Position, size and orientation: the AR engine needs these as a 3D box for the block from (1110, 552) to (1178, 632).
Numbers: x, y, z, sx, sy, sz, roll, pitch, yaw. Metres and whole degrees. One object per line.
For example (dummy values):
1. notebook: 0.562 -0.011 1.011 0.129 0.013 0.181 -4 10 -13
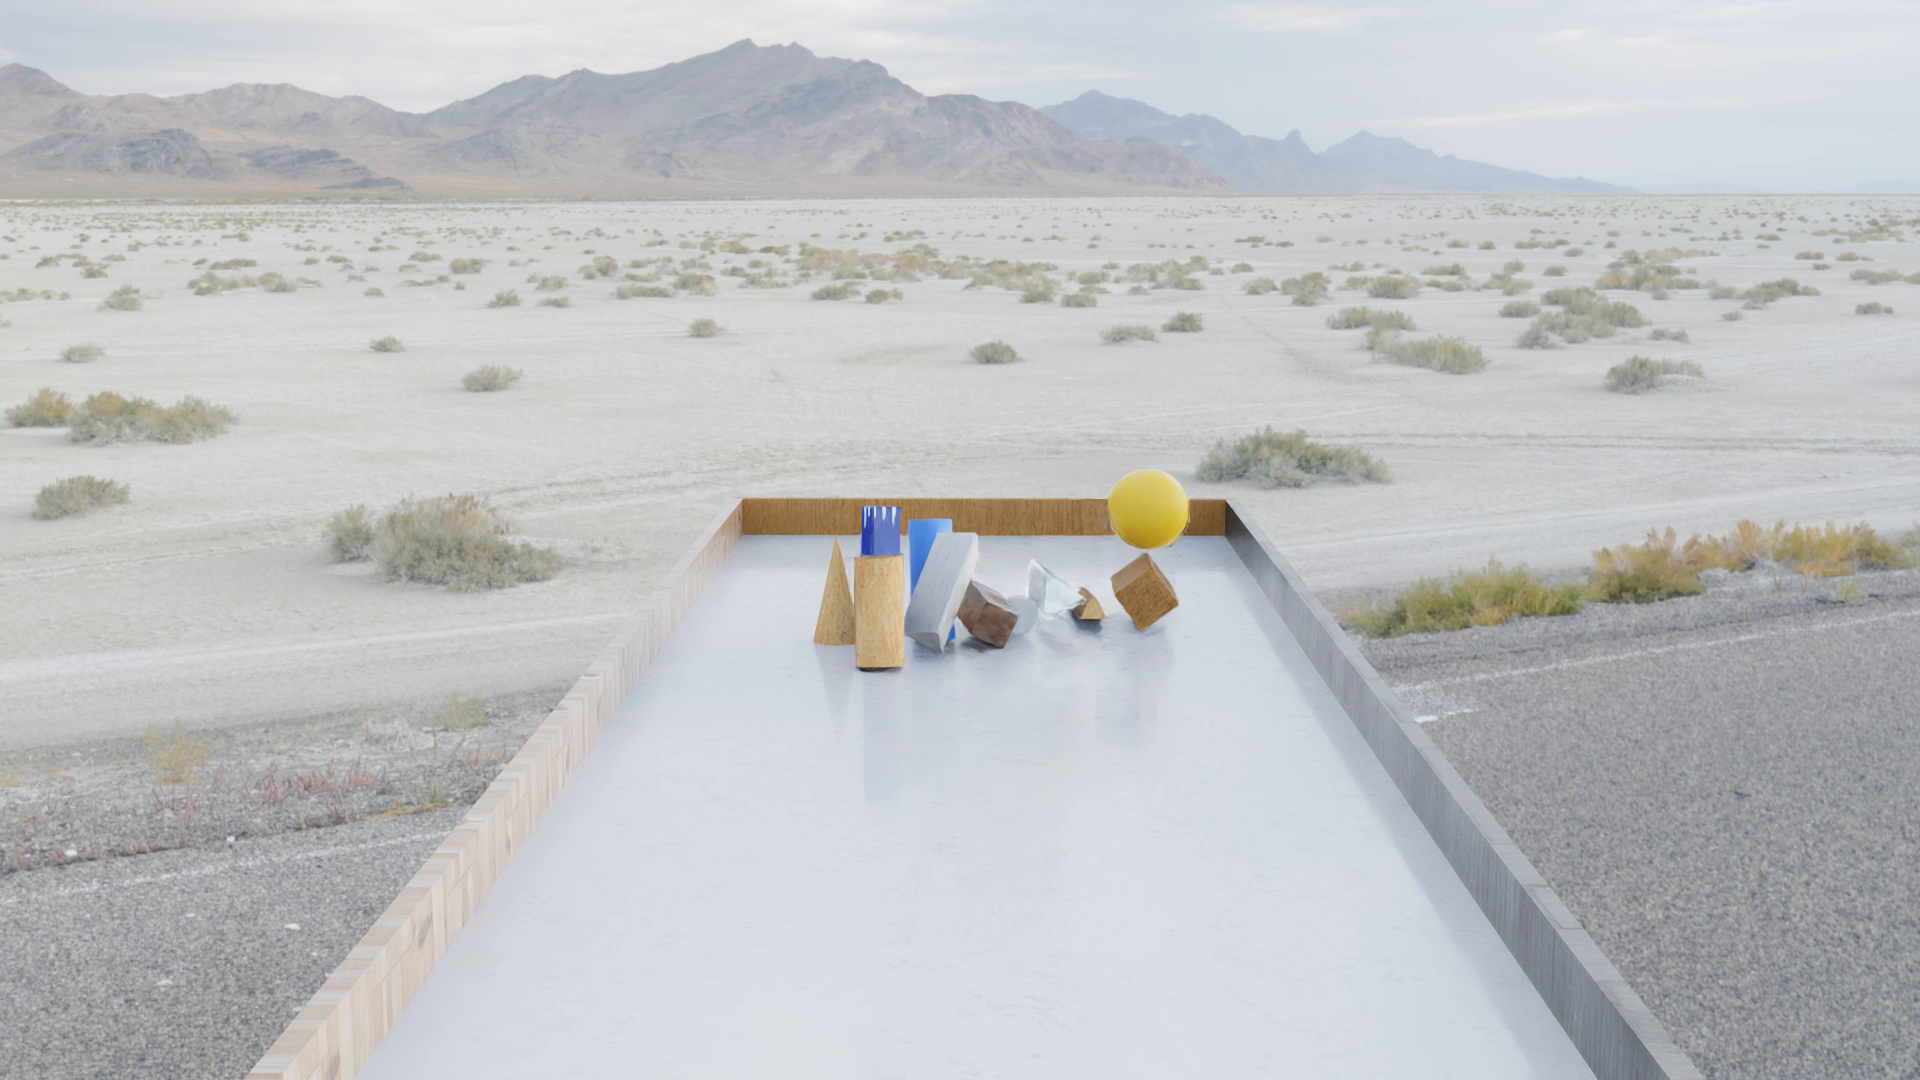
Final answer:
1. block: 0.608 0.168 7.275 0.151 0.151 0.329 -36 6 7

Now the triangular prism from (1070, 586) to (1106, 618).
1. triangular prism: 0.426 0.207 7.332 0.088 0.076 0.371 0 4 -3

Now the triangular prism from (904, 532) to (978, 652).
1. triangular prism: -0.067 0.147 6.810 0.133 0.357 0.154 16 -25 11

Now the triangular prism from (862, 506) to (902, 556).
1. triangular prism: -0.266 0.126 6.749 0.107 0.454 0.123 1 0 42

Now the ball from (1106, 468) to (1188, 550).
1. ball: 0.624 -0.103 7.310 0.272 0.272 0.272 0 9 0

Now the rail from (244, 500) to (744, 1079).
1. rail: -1.004 0.839 3.234 0.050 0.150 12.000 0 9 1

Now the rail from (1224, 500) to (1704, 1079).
1. rail: 1.046 0.843 3.208 0.050 0.150 12.000 0 9 1

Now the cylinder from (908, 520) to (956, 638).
1. cylinder: -0.089 0.125 6.962 0.137 0.375 0.137 -2 -1 0

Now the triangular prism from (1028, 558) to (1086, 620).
1. triangular prism: 0.295 0.149 7.418 0.152 0.131 0.432 -25 9 -2

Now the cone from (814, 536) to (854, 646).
1. cone: -0.389 0.149 6.964 0.155 0.345 0.155 0 9 0

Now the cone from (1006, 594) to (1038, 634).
1. cone: 0.194 0.244 7.272 0.125 0.125 0.337 0 -2 1

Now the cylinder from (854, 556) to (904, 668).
1. cylinder: -0.243 0.212 6.589 0.148 0.325 0.148 -1 3 0

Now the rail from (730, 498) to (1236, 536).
1. rail: 0.099 -0.098 9.147 2.100 0.150 0.050 0 9 1

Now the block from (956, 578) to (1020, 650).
1. block: 0.079 0.231 7.015 0.116 0.116 0.364 25 6 -13
